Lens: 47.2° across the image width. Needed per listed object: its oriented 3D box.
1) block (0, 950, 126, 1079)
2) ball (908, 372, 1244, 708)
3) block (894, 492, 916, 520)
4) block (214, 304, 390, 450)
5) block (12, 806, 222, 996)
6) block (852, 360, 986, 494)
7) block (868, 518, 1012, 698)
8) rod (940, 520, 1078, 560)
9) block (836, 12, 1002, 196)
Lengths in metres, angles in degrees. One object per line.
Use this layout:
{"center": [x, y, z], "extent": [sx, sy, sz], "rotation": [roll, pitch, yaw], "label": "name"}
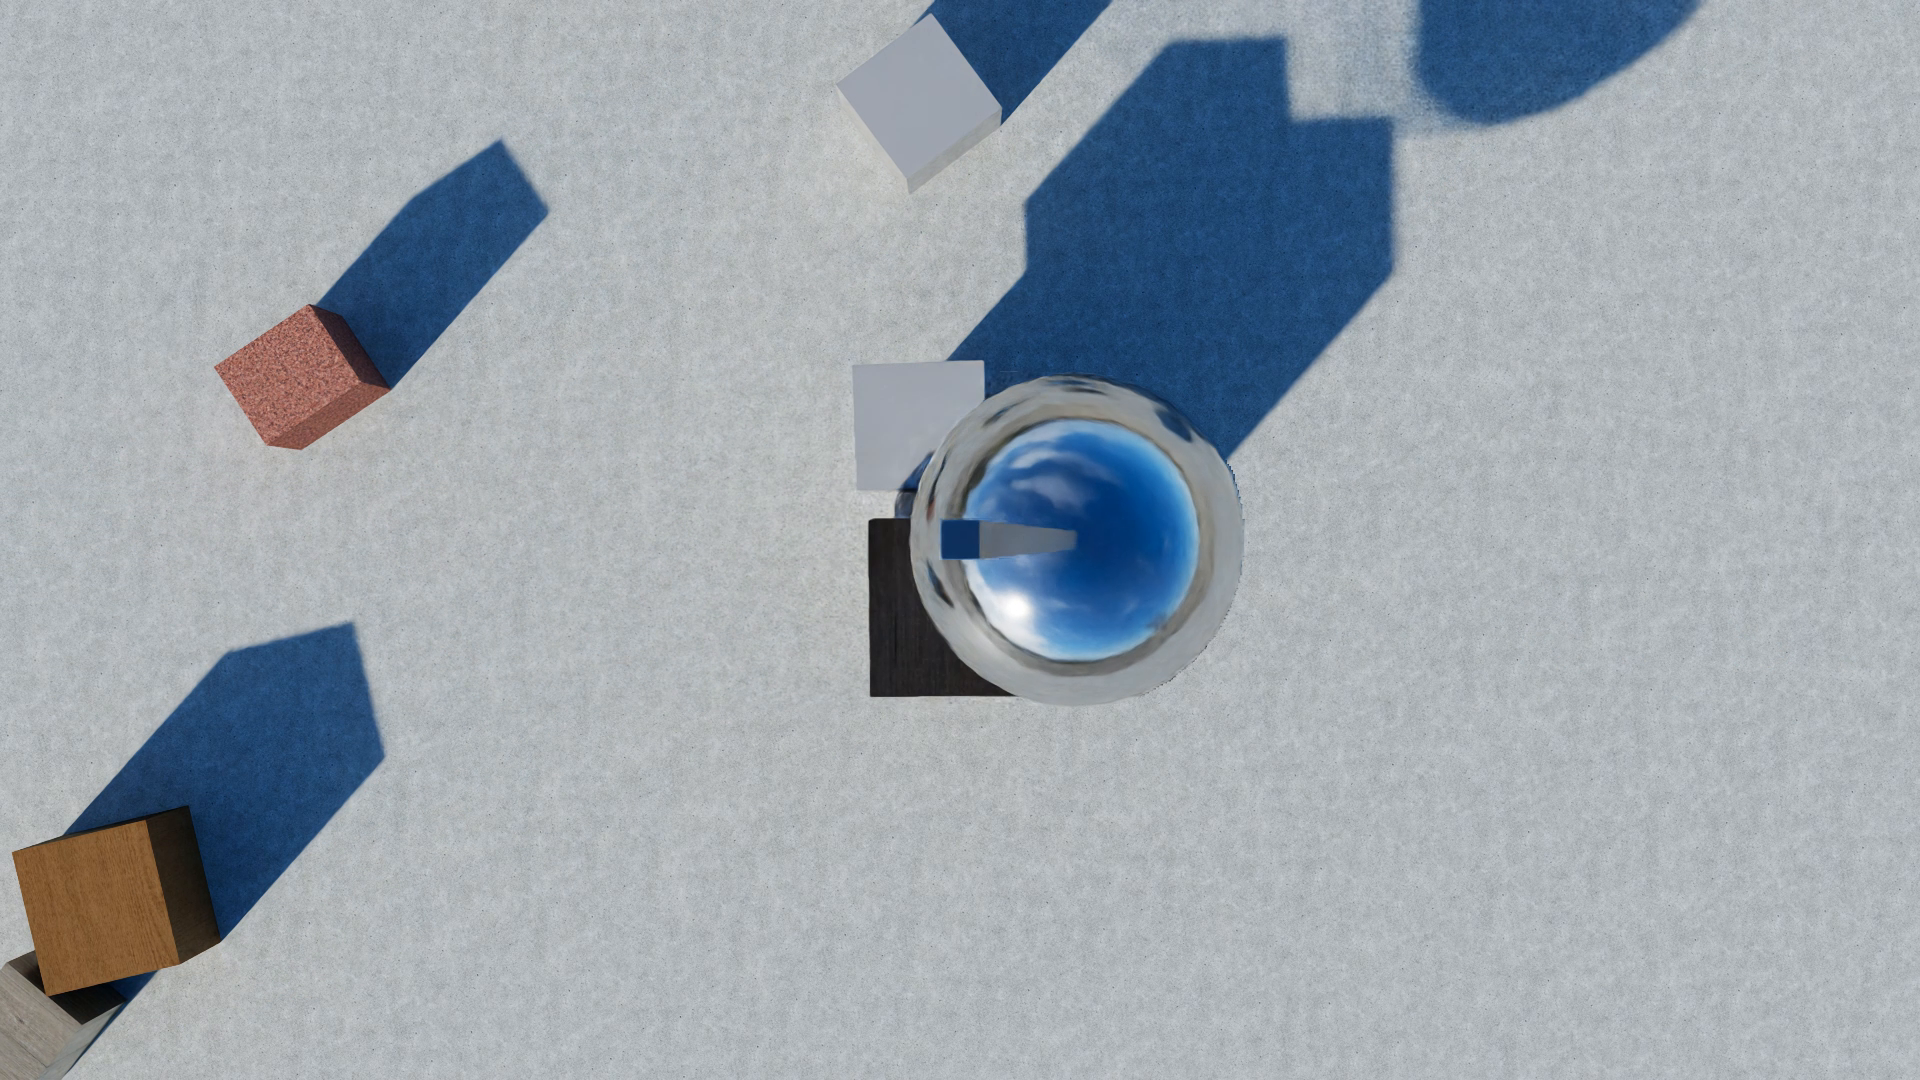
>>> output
{"center": [-5.339, 2.791, 12.661], "extent": [0.550, 0.677, 0.646], "rotation": [40, 90, 0], "label": "block"}
{"center": [0.554, 0.000, 10.529], "extent": [1.600, 1.600, 1.600], "rotation": [0, 90, 0], "label": "ball"}
{"center": [0.000, -0.345, 12.666], "extent": [0.732, 0.668, 0.805], "rotation": [0, 90, 0], "label": "block"}
{"center": [-3.773, -0.928, 12.667], "extent": [0.641, 0.665, 0.529], "rotation": [-34, 90, 0], "label": "block"}
{"center": [-4.838, 2.062, 12.655], "extent": [0.770, 0.689, 0.832], "rotation": [-14, 90, 0], "label": "block"}
{"center": [-0.212, -0.610, 12.025], "extent": [0.702, 0.613, 0.673], "rotation": [-2, 90, 0], "label": "block"}
{"center": [-0.022, 0.352, 11.880], "extent": [0.908, 0.785, 0.929], "rotation": [-1, 90, 0], "label": "block"}
{"center": [0.240, 0.000, 7.143], "extent": [0.080, 5.200, 0.080], "rotation": [0, 90, 5], "label": "rod"}
{"center": [-0.233, -2.507, 12.707], "extent": [0.674, 0.586, 0.668], "rotation": [-37, 90, 0], "label": "block"}
